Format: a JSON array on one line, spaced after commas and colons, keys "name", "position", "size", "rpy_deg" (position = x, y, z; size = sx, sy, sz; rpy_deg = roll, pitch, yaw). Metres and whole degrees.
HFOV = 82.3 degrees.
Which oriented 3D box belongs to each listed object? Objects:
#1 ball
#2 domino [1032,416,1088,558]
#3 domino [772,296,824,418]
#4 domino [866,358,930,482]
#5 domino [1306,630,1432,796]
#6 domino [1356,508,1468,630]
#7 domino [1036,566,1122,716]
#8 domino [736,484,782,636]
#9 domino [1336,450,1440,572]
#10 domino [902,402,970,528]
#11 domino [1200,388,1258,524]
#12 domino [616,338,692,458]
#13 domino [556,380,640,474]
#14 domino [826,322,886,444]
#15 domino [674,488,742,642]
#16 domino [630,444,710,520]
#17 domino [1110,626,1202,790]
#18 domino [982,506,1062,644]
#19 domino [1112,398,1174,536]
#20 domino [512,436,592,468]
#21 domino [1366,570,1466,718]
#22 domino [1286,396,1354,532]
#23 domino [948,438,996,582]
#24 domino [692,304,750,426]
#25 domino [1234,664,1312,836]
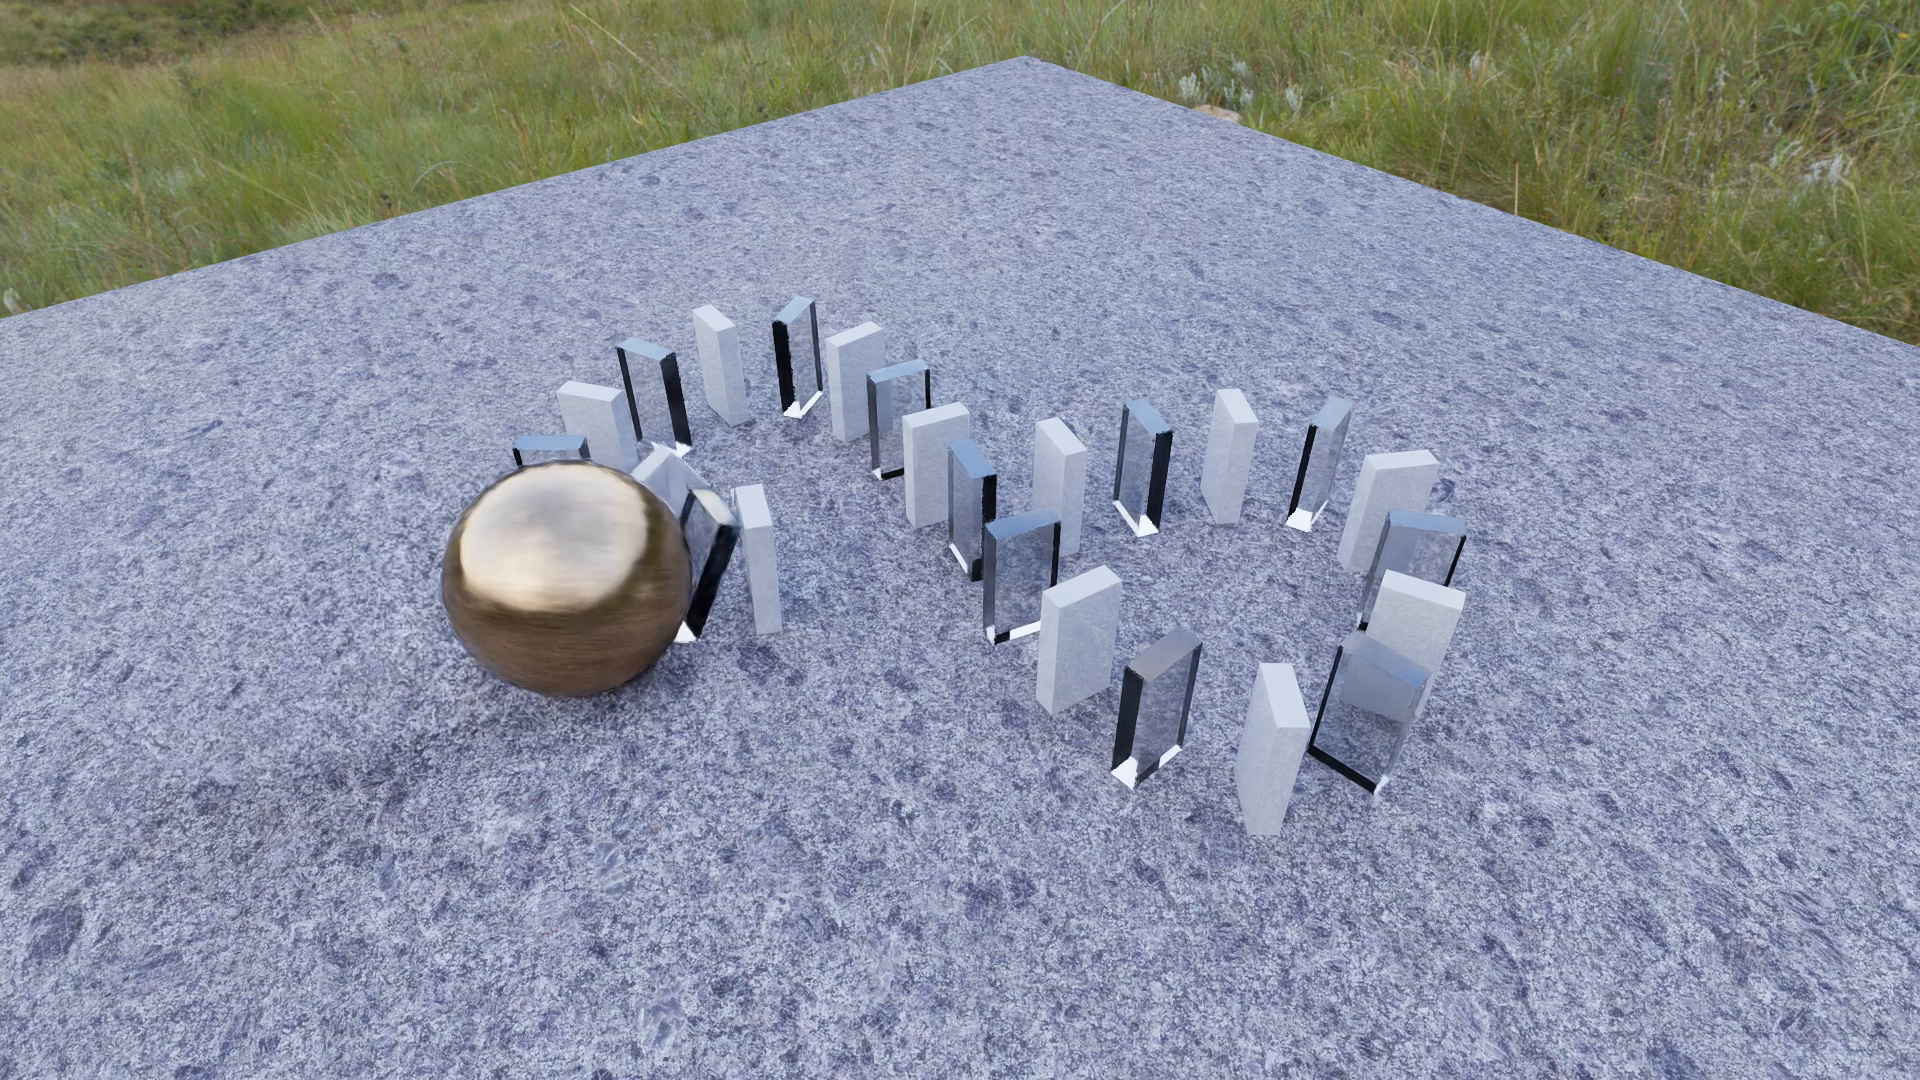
[{"name": "ball", "position": [-0.132, 0.013, 0.372], "size": [0.080, 0.080, 0.080], "rpy_deg": [0, 39, 0]}, {"name": "domino", "position": [0.039, -0.021, 0.437], "size": [0.009, 0.050, 0.025], "rpy_deg": [-15, 42, -18]}, {"name": "domino", "position": [-0.076, -0.085, 0.516], "size": [0.010, 0.050, 0.025], "rpy_deg": [13, 41, 15]}, {"name": "domino", "position": [-0.026, -0.051, 0.474], "size": [0.025, 0.050, 0.009], "rpy_deg": [-18, 43, -21]}, {"name": "domino", "position": [0.127, 0.055, 0.345], "size": [0.025, 0.050, 0.009], "rpy_deg": [32, 49, 33]}, {"name": "domino", "position": [0.162, 0.013, 0.396], "size": [0.025, 0.050, 0.010], "rpy_deg": [9, 40, 10]}, {"name": "domino", "position": [0.039, 0.034, 0.370], "size": [0.025, 0.050, 0.009], "rpy_deg": [-22, 44, -24]}, {"name": "domino", "position": [-0.073, 0.007, 0.402], "size": [0.010, 0.050, 0.025], "rpy_deg": [-9, 40, -14]}, {"name": "domino", "position": [0.164, -0.011, 0.424], "size": [0.025, 0.050, 0.009], "rpy_deg": [-6, 40, -7]}, {"name": "domino", "position": [-0.009, -0.030, 0.448], "size": [0.025, 0.050, 0.010], "rpy_deg": [-17, 42, -20]}, {"name": "domino", "position": [0.110, -0.034, 0.453], "size": [0.009, 0.050, 0.025], "rpy_deg": [-4, 39, -5]}, {"name": "domino", "position": [-0.135, -0.063, 0.488], "size": [0.025, 0.050, 0.010], "rpy_deg": [20, 43, 23]}, {"name": "domino", "position": [-0.150, -0.041, 0.462], "size": [0.025, 0.050, 0.009], "rpy_deg": [11, 41, 13]}, {"name": "domino", "position": [-0.046, -0.071, 0.498], "size": [0.025, 0.050, 0.010], "rpy_deg": [-29, 47, -31]}, {"name": "domino", "position": [-0.097, 0.009, 0.401], "size": [0.010, 0.050, 0.025], "rpy_deg": [5, 28, -43]}, {"name": "domino", "position": [-0.124, -0.010, 0.427], "size": [0.050, 0.025, 0.009], "rpy_deg": [-47, 47, -7]}, {"name": "domino", "position": [0.062, 0.053, 0.346], "size": [0.025, 0.050, 0.010], "rpy_deg": [-30, 48, -32]}, {"name": "domino", "position": [0.022, 0.013, 0.395], "size": [0.025, 0.050, 0.010], "rpy_deg": [-16, 42, -19]}, {"name": "domino", "position": [0.074, -0.029, 0.447], "size": [0.009, 0.050, 0.025], "rpy_deg": [-12, 41, -14]}, {"name": "domino", "position": [-0.156, -0.018, 0.433], "size": [0.025, 0.050, 0.010], "rpy_deg": [0, 39, 0]}, {"name": "domino", "position": [0.149, 0.035, 0.368], "size": [0.025, 0.050, 0.010], "rpy_deg": [18, 43, 21]}, {"name": "domino", "position": [0.147, -0.031, 0.449], "size": [0.010, 0.050, 0.025], "rpy_deg": [23, 45, 26]}, {"name": "domino", "position": [0.004, -0.011, 0.425], "size": [0.009, 0.050, 0.025], "rpy_deg": [-14, 41, -17]}, {"name": "domino", "position": [-0.111, -0.081, 0.510], "size": [0.009, 0.050, 0.025], "rpy_deg": [-25, 45, -27]}, {"name": "domino", "position": [0.094, 0.064, 0.333], "size": [0.009, 0.050, 0.025], "rpy_deg": [0, 39, 1]}]
